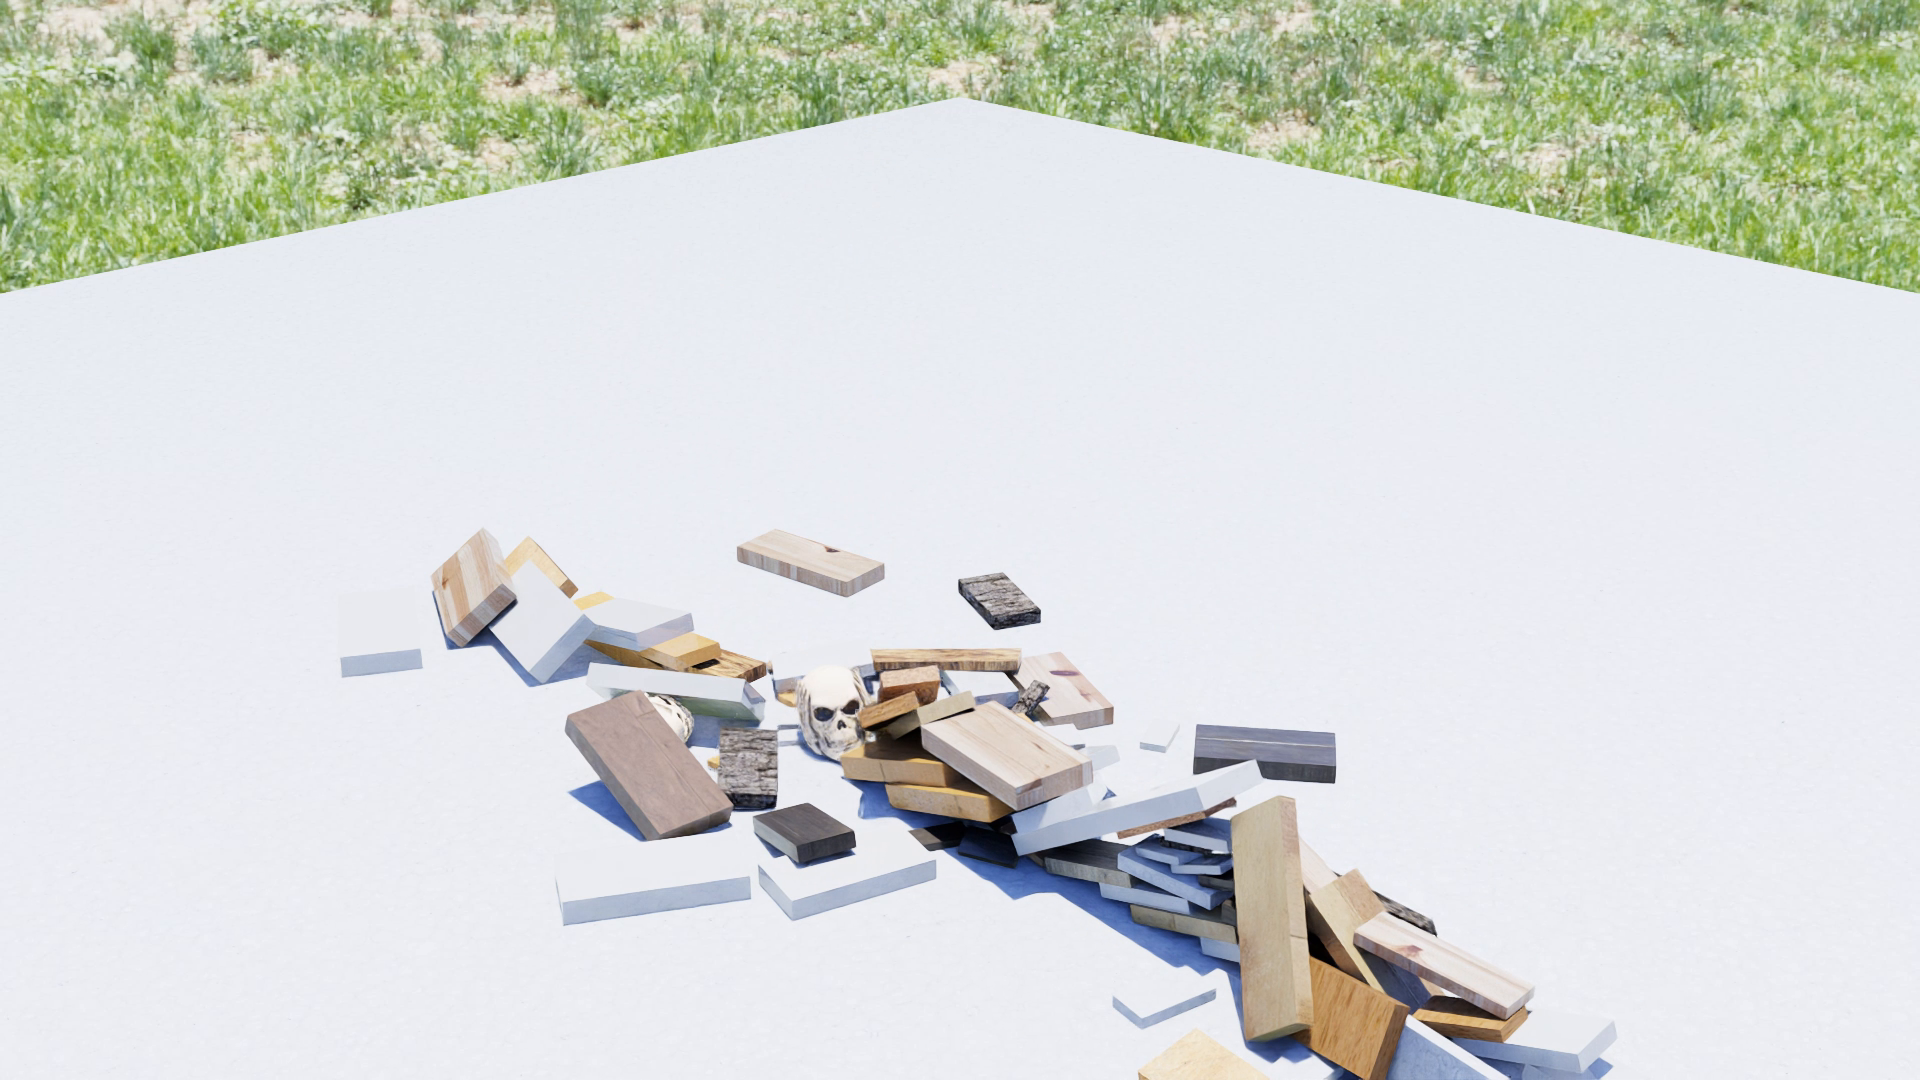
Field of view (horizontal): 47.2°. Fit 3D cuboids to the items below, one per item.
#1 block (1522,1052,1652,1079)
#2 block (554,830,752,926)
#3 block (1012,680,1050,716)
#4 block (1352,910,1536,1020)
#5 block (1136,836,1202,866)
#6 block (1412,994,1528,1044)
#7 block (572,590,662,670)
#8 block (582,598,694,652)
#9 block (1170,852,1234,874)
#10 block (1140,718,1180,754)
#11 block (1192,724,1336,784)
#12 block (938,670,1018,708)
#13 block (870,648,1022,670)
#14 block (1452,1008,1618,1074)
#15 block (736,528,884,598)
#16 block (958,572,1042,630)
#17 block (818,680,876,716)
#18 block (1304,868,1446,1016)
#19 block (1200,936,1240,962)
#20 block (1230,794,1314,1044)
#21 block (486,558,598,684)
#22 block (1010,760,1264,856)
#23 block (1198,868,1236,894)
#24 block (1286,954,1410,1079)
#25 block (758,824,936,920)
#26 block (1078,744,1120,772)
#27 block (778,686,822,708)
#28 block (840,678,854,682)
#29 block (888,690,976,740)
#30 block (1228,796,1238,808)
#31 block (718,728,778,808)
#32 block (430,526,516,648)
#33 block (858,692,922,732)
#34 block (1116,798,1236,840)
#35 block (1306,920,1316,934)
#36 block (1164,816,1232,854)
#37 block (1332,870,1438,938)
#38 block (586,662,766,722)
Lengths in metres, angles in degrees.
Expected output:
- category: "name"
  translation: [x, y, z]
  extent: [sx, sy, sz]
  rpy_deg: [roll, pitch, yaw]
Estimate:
- category: "block"
  translation: [1.025, 0.873, 3.492]
  extent: [0.232, 0.033, 0.116]
  rpy_deg: [26, 34, 30]
- category: "block"
  translation: [-0.587, 0.640, 4.188]
  extent: [0.351, 0.050, 0.175]
  rpy_deg: [-6, 24, -14]
- category: "block"
  translation: [0.152, 0.353, 4.826]
  extent: [0.098, 0.014, 0.049]
  rpy_deg: [-52, 32, -14]
- category: "block"
  translation: [0.800, 0.703, 3.647]
  extent: [0.298, 0.024, 0.085]
  rpy_deg: [23, 33, 40]
- category: "block"
  translation: [0.383, 0.571, 4.031]
  extent: [0.059, 0.017, 0.117]
  rpy_deg: [-18, 13, -34]
- category: "block"
  translation: [0.831, 0.783, 3.598]
  extent: [0.170, 0.024, 0.085]
  rpy_deg: [-4, 16, 44]
- category: "block"
  translation: [-0.734, 0.242, 5.136]
  extent: [0.152, 0.043, 0.558]
  rpy_deg: [-21, 31, -40]
- category: "block"
  translation: [-0.763, 0.192, 5.062]
  extent: [0.152, 0.043, 0.304]
  rpy_deg: [-21, 19, -38]
- category: "block"
  translation: [0.444, 0.585, 3.978]
  extent: [0.117, 0.017, 0.058]
  rpy_deg: [-8, 11, 46]
- category: "block"
  translation: [0.432, 0.422, 4.745]
  extent: [0.058, 0.016, 0.116]
  rpy_deg: [8, 24, 19]
- category: "block"
  translation: [0.643, 0.450, 4.646]
  extent: [0.295, 0.042, 0.148]
  rpy_deg: [3, 23, 7]
- category: "block"
  translation: [0.038, 0.319, 4.936]
  extent: [0.122, 0.035, 0.245]
  rpy_deg: [-6, 18, -14]
- category: "block"
  translation: [-0.081, 0.272, 5.003]
  extent: [0.439, 0.022, 0.078]
  rpy_deg: [-1, 19, 10]
- category: "block"
  translation: [0.924, 0.800, 3.544]
  extent: [0.232, 0.033, 0.116]
  rpy_deg: [-2, 17, 47]
- category: "block"
  translation: [-0.380, 0.056, 5.574]
  extent: [0.368, 0.042, 0.148]
  rpy_deg: [17, 28, 34]
- category: "block"
  translation: [0.095, 0.148, 5.369]
  extent: [0.121, 0.034, 0.241]
  rpy_deg: [-9, 24, -19]
- category: "block"
  translation: [-0.247, 0.348, 4.864]
  extent: [0.078, 0.022, 0.156]
  rpy_deg: [-6, 16, -25]
- category: "block"
  translation: [0.704, 0.703, 3.753]
  extent: [0.134, 0.038, 0.267]
  rpy_deg: [-20, 69, -40]
- category: "block"
  translation: [0.564, 0.720, 3.923]
  extent: [0.124, 0.035, 0.248]
  rpy_deg: [-21, 16, -40]
- category: "block"
  translation: [0.534, 0.649, 3.775]
  extent: [0.038, 0.133, 0.399]
  rpy_deg: [16, 58, -29]
- category: "block"
  translation: [-0.989, 0.186, 5.127]
  extent: [0.180, 0.051, 0.359]
  rpy_deg: [-47, 37, -7]
- category: "block"
  translation: [0.319, 0.500, 4.078]
  extent: [0.153, 0.043, 0.564]
  rpy_deg: [-18, -4, -37]
- category: "block"
  translation: [0.525, 0.606, 3.915]
  extent: [0.191, 0.022, 0.078]
  rpy_deg: [4, 19, 44]
- category: "block"
  translation: [0.623, 0.792, 3.682]
  extent: [0.038, 0.133, 0.266]
  rpy_deg: [19, 1, -37]
- category: "block"
  translation: [-0.215, 0.634, 4.212]
  extent: [0.305, 0.043, 0.153]
  rpy_deg: [-12, 26, -27]
- category: "block"
  translation: [0.193, 0.477, 4.491]
  extent: [0.245, 0.035, 0.122]
  rpy_deg: [-19, 2, -25]
- category: "block"
  translation: [-0.348, 0.345, 4.928]
  extent: [0.113, 0.016, 0.056]
  rpy_deg: [-20, 30, -40]
- category: "block"
  translation: [-0.296, 0.303, 5.027]
  extent: [0.113, 0.016, 0.056]
  rpy_deg: [4, 23, 9]
- category: "block"
  translation: [-0.059, 0.359, 4.495]
  extent: [0.121, 0.034, 0.241]
  rpy_deg: [-18, -7, -19]
- category: "block"
  translation: [0.501, 0.531, 4.488]
  extent: [0.116, 0.016, 0.058]
  rpy_deg: [-6, 24, -13]
- category: "block"
  translation: [-0.441, 0.472, 4.564]
  extent: [0.121, 0.034, 0.241]
  rpy_deg: [3, 28, -6]
- category: "block"
  translation: [-1.176, 0.110, 5.305]
  extent: [0.180, 0.051, 0.359]
  rpy_deg: [-43, 29, 1]
- category: "block"
  translation: [-0.139, 0.352, 4.493]
  extent: [0.121, 0.034, 0.241]
  rpy_deg: [-20, -7, -1]
- category: "block"
  translation: [0.393, 0.505, 4.026]
  extent: [0.083, 0.023, 0.245]
  rpy_deg: [-18, -4, -40]
- category: "block"
  translation: [0.593, 0.644, 3.866]
  extent: [0.156, 0.022, 0.078]
  rpy_deg: [18, 29, 41]
- category: "block"
  translation: [0.455, 0.529, 3.978]
  extent: [0.083, 0.023, 0.166]
  rpy_deg: [-19, 13, -35]
- category: "block"
  translation: [0.683, 0.645, 3.976]
  extent: [0.026, 0.091, 0.555]
  rpy_deg: [-28, 20, -19]
- category: "block"
  translation: [-0.616, 0.332, 4.784]
  extent: [0.351, 0.050, 0.175]
  rpy_deg: [5, -17, 12]
